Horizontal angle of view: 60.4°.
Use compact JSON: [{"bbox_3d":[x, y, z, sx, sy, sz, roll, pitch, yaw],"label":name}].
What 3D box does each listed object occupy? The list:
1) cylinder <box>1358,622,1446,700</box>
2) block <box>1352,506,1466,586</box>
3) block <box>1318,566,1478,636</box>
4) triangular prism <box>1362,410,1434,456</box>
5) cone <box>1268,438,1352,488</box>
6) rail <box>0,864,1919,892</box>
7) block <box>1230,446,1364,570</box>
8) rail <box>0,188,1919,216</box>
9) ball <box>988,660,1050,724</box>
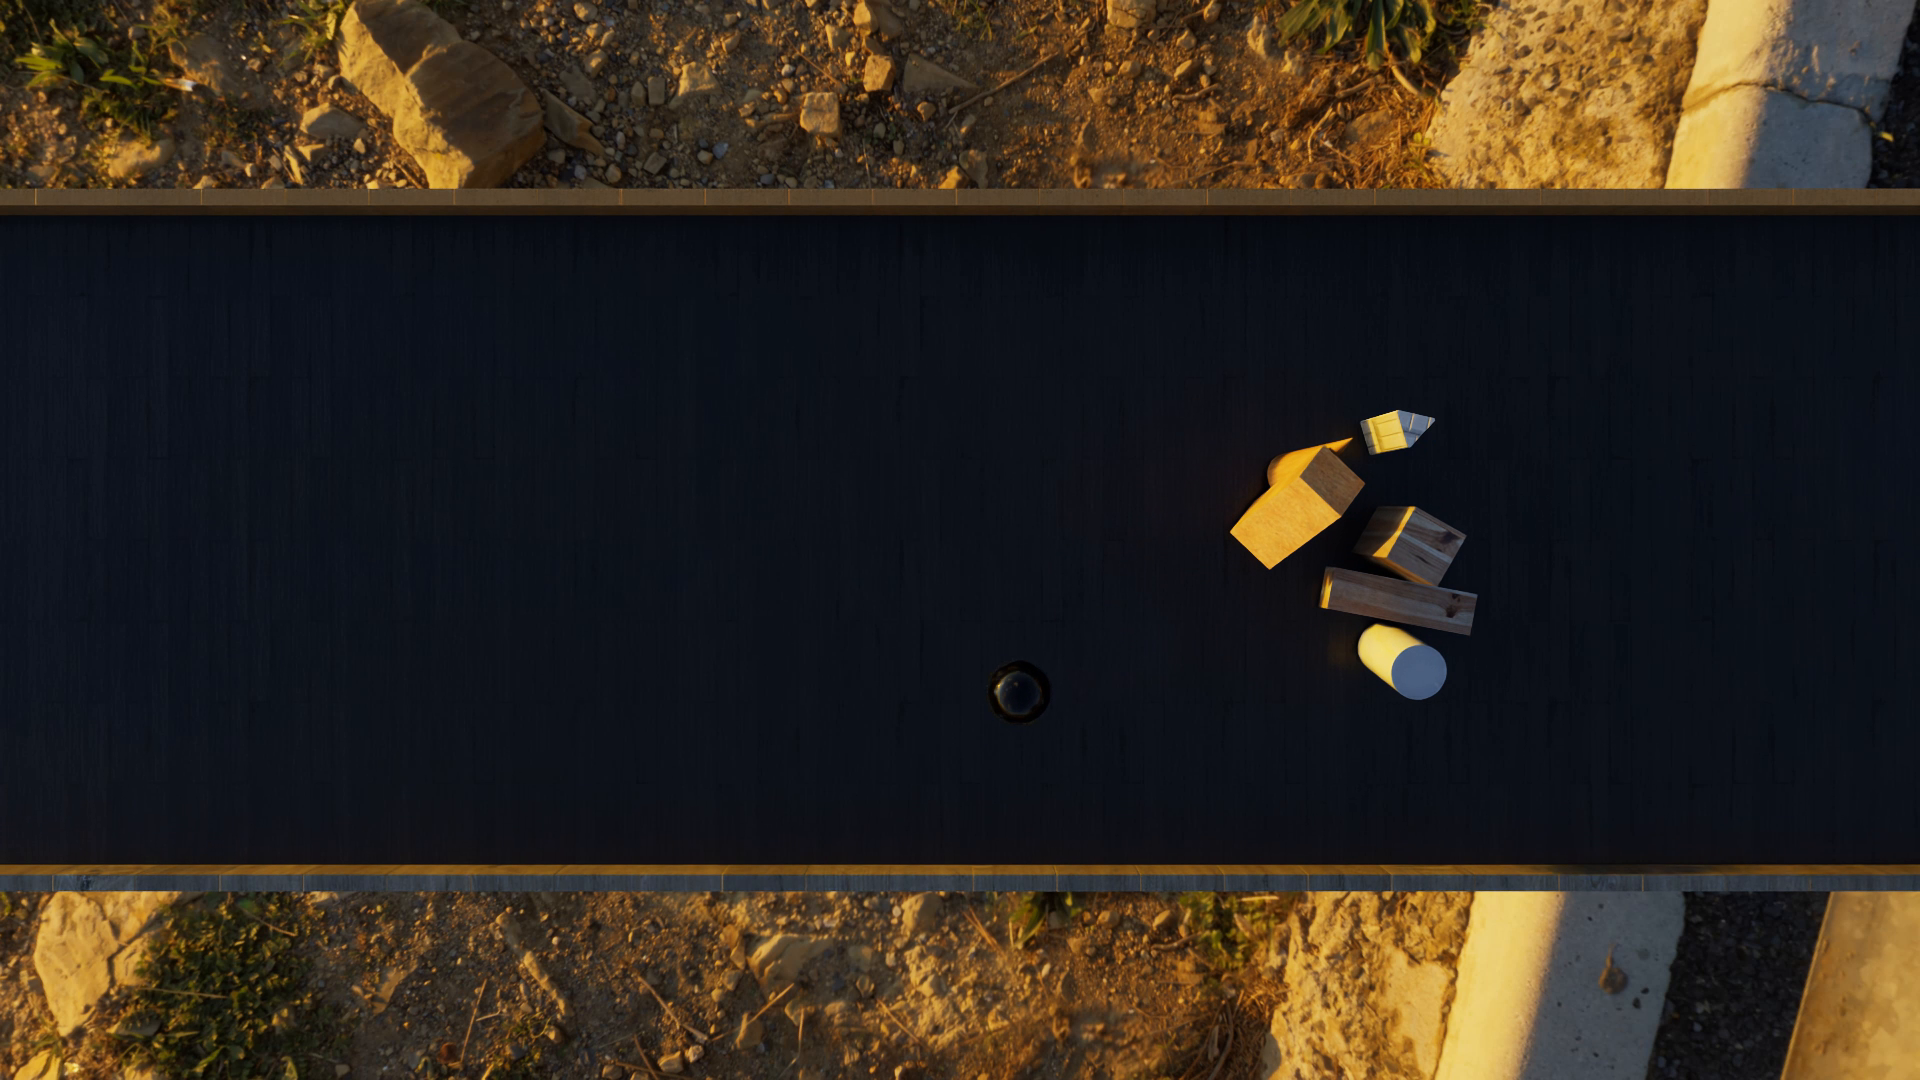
[{"bbox_3d":[1.306,0.353,4.890,0.161,0.353,0.161,0,98,-2],"label":"cylinder"},{"bbox_3d":[1.313,0.013,4.853,0.165,0.443,0.165,30,92,0],"label":"block"},{"bbox_3d":[1.328,0.184,5.013,0.436,0.126,0.126,11,90,0],"label":"block"},{"bbox_3d":[1.267,-0.333,4.861,0.093,0.430,0.108,43,90,0],"label":"triangular prism"},{"bbox_3d":[1.067,-0.241,4.869,0.160,0.382,0.160,5,73,-16],"label":"cone"},{"bbox_3d":[-2.247,1.025,5.001,12.000,0.150,0.050,0,90,0],"label":"rail"},{"bbox_3d":[0.994,-0.094,4.878,0.165,0.370,0.165,43,55,0],"label":"block"},{"bbox_3d":[-2.247,-1.025,5.002,12.000,0.150,0.050,0,90,0],"label":"rail"},{"bbox_3d":[0.179,0.460,4.982,0.189,0.189,0.189,0,90,0],"label":"ball"}]
